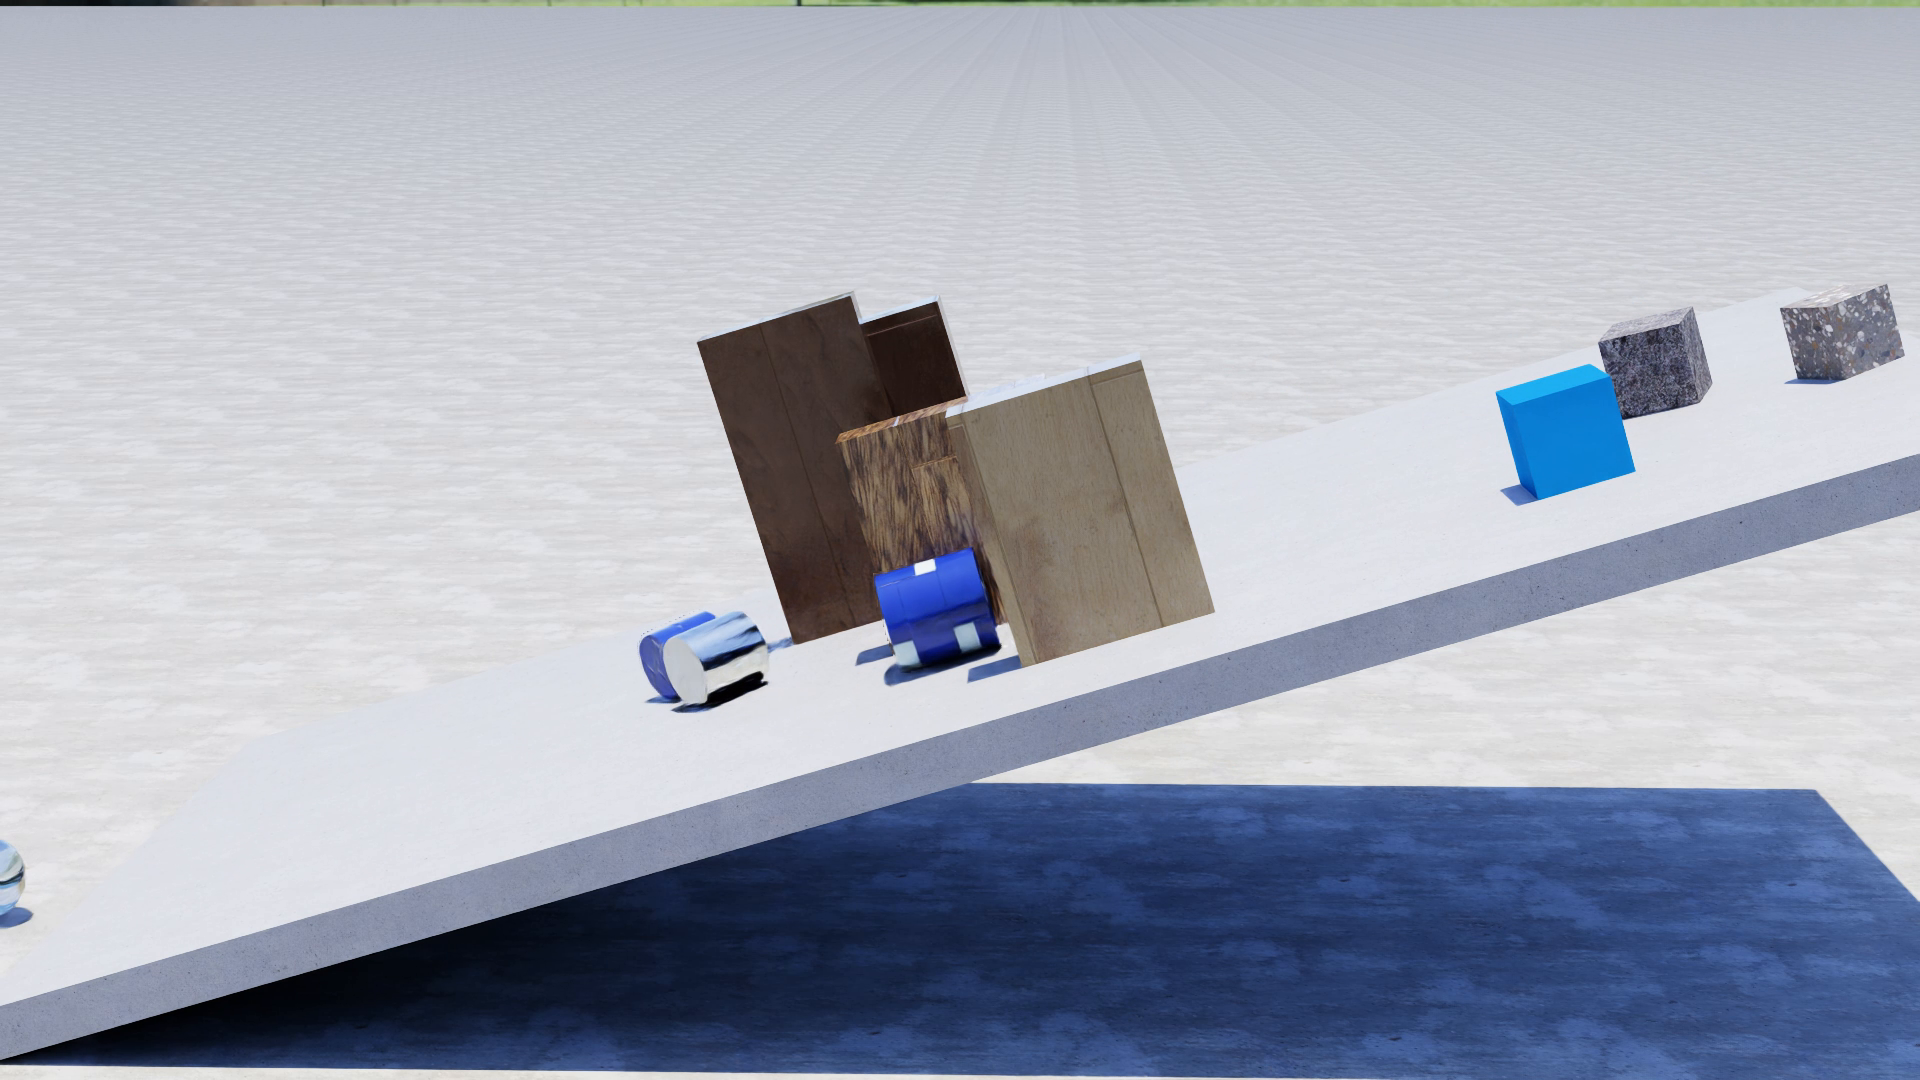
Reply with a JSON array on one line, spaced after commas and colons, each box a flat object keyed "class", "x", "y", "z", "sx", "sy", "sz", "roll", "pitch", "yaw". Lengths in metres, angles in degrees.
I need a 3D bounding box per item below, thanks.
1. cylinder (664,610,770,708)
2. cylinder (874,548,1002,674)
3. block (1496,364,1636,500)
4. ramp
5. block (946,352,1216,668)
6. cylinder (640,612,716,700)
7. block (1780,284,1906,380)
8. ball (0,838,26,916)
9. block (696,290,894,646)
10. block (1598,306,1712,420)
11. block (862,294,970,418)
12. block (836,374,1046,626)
[{"class": "cylinder", "x": -0.516, "y": 0.252, "z": 6.230, "sx": 0.160, "sy": 0.160, "sz": 0.160, "roll": -24, "pitch": 23, "yaw": -34}, {"class": "cylinder", "x": -0.044, "y": 0.141, "z": 5.916, "sx": 0.204, "sy": 0.204, "sz": 0.204, "roll": -17, "pitch": 11, "yaw": 2}, {"class": "block", "x": 1.190, "y": -0.214, "z": 5.789, "sx": 0.195, "sy": 0.195, "sz": 0.195, "roll": -17, "pitch": 10, "yaw": 3}, {"class": "ramp", "x": 0.094, "y": 0.185, "z": 6.316, "sx": 4.000, "sy": 0.100, "sz": 2.000, "roll": -16, "pitch": 10, "yaw": 5}, {"class": "block", "x": 0.232, "y": -0.058, "z": 5.652, "sx": 0.385, "sy": 0.508, "sz": 0.122, "roll": -16, "pitch": 10, "yaw": 5}, {"class": "cylinder", "x": -0.593, "y": 0.250, "z": 6.400, "sx": 0.149, "sy": 0.149, "sz": 0.149, "roll": -24, "pitch": 23, "yaw": -33}, {"class": "block", "x": 1.805, "y": -0.426, "z": 6.019, "sx": 0.154, "sy": 0.154, "sz": 0.154, "roll": -21, "pitch": 11, "yaw": -18}, {"class": "ball", "x": -2.111, "y": 0.729, "z": 6.346, "sx": 0.185, "sy": 0.185, "sz": 0.185, "roll": 0, "pitch": 11, "yaw": 0}, {"class": "block", "x": -0.301, "y": -0.158, "z": 6.511, "sx": 0.353, "sy": 0.708, "sz": 0.103, "roll": -16, "pitch": 10, "yaw": 5}, {"class": "block", "x": 1.477, "y": -0.376, "z": 6.243, "sx": 0.174, "sy": 0.174, "sz": 0.174, "roll": -12, "pitch": 11, "yaw": 26}, {"class": "block", "x": -0.151, "y": -0.236, "z": 7.008, "sx": 0.392, "sy": 0.597, "sz": 0.141, "roll": -16, "pitch": 10, "yaw": 5}, {"class": "block", "x": 0.027, "y": -0.056, "z": 6.119, "sx": 0.449, "sy": 0.461, "sz": 0.133, "roll": -16, "pitch": 10, "yaw": 5}]
